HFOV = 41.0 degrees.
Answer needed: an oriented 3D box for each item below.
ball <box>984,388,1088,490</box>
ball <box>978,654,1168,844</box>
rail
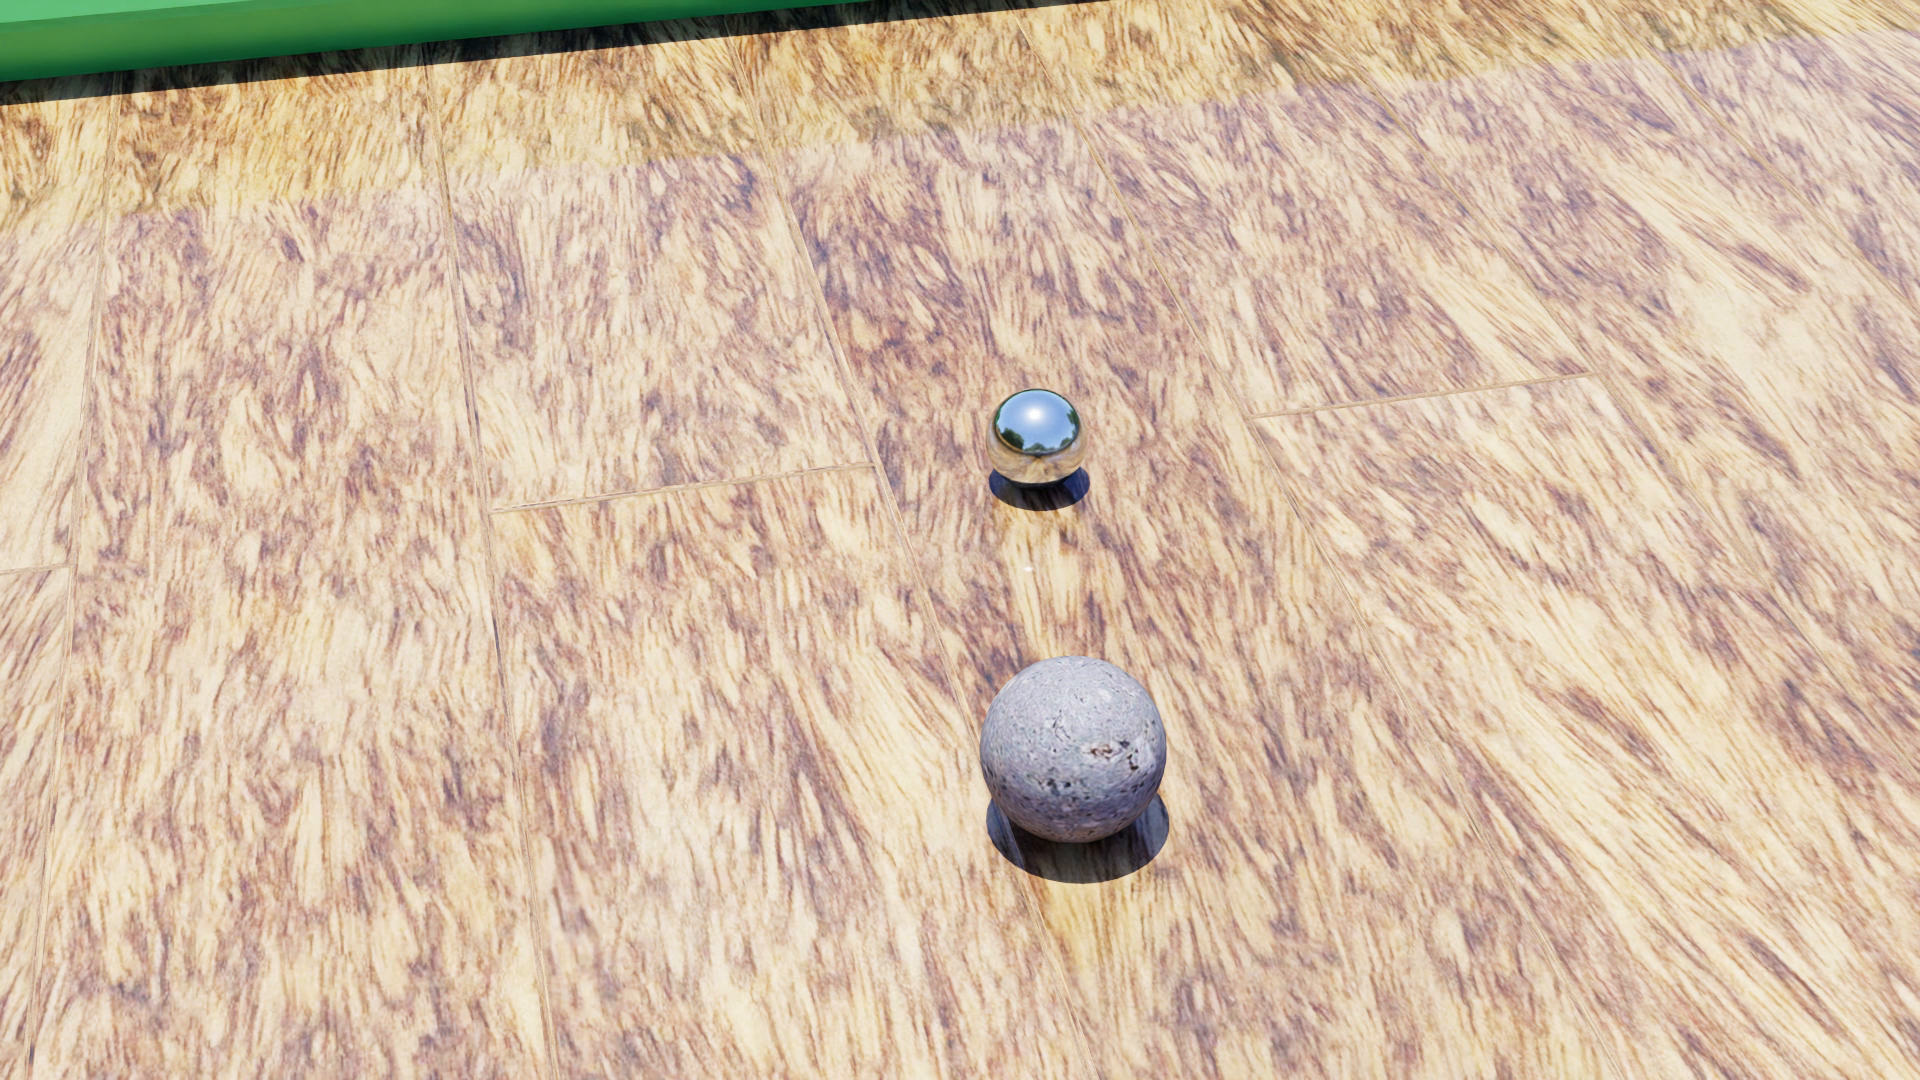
[{"bbox_3d":[0.048,-0.064,1.620,0.065,0.065,0.065,0,36,0],"label":"ball"},{"bbox_3d":[0.060,0.110,1.352,0.099,0.099,0.099,0,36,0],"label":"ball"},{"bbox_3d":[0.626,-0.601,2.300,3.304,0.129,0.045,-8,37,-10],"label":"rail"}]
